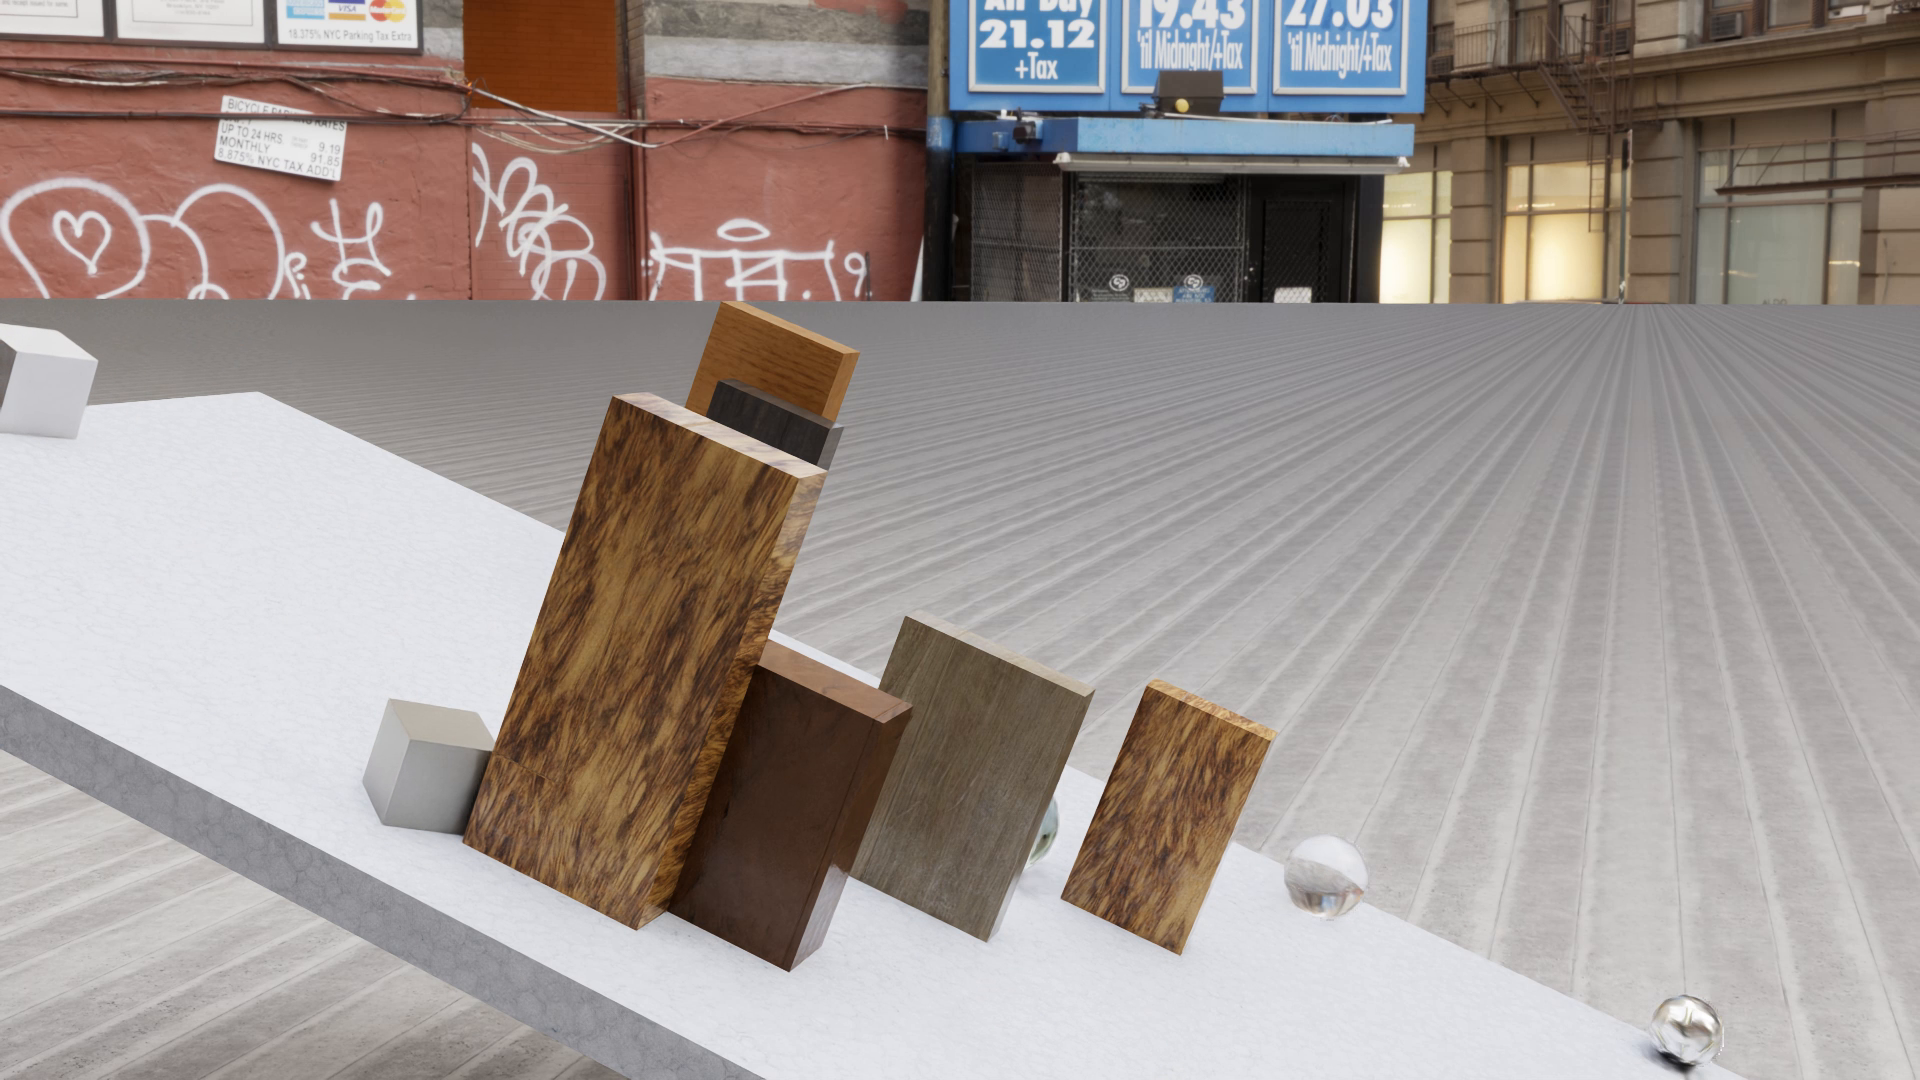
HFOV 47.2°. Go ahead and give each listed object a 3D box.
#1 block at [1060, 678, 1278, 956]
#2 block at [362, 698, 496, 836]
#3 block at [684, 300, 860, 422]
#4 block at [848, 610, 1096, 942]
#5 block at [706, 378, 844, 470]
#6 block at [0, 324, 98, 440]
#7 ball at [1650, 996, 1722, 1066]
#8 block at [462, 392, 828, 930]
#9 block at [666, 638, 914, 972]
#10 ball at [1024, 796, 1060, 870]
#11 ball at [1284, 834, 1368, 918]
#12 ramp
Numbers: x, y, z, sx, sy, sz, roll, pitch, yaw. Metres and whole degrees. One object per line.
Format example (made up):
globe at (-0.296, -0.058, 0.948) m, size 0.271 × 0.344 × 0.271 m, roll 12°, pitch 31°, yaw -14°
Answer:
block at (0.399, 0.529, 4.216) m, size 0.255 × 0.459 × 0.084 m, roll 24°, pitch 13°, yaw 13°
block at (-0.861, 0.370, 3.578) m, size 0.153 × 0.153 × 0.153 m, roll 13°, pitch 15°, yaw -31°
block at (-0.499, -0.129, 4.901) m, size 0.305 × 0.741 × 0.106 m, roll 24°, pitch 13°, yaw 13°
block at (-0.013, 0.421, 3.945) m, size 0.352 × 0.489 × 0.080 m, roll 24°, pitch 13°, yaw 13°
block at (-0.485, -0.014, 4.746) m, size 0.271 × 0.607 × 0.090 m, roll 24°, pitch 13°, yaw 13°
block at (-1.990, -0.340, 4.691) m, size 0.182 × 0.182 × 0.182 m, roll 30°, pitch 15°, yaw 35°
ball at (1.528, 1.033, 4.628) m, size 0.146 × 0.146 × 0.146 m, roll 0°, pitch 7°, yaw 0°
block at (-0.503, 0.190, 3.473) m, size 0.327 × 0.775 × 0.124 m, roll 24°, pitch 13°, yaw 13°
block at (-0.319, 0.416, 3.576) m, size 0.326 × 0.446 × 0.148 m, roll 24°, pitch 13°, yaw 13°
ball at (0.090, 0.541, 4.259) m, size 0.206 × 0.206 × 0.206 m, roll 0°, pitch 7°, yaw 0°
ball at (0.779, 0.716, 4.688) m, size 0.177 × 0.177 × 0.177 m, roll 0°, pitch 7°, yaw 0°
ramp at (-0.317, 0.568, 4.201) m, size 4.000 × 0.100 × 2.000 m, roll 24°, pitch 13°, yaw 13°
